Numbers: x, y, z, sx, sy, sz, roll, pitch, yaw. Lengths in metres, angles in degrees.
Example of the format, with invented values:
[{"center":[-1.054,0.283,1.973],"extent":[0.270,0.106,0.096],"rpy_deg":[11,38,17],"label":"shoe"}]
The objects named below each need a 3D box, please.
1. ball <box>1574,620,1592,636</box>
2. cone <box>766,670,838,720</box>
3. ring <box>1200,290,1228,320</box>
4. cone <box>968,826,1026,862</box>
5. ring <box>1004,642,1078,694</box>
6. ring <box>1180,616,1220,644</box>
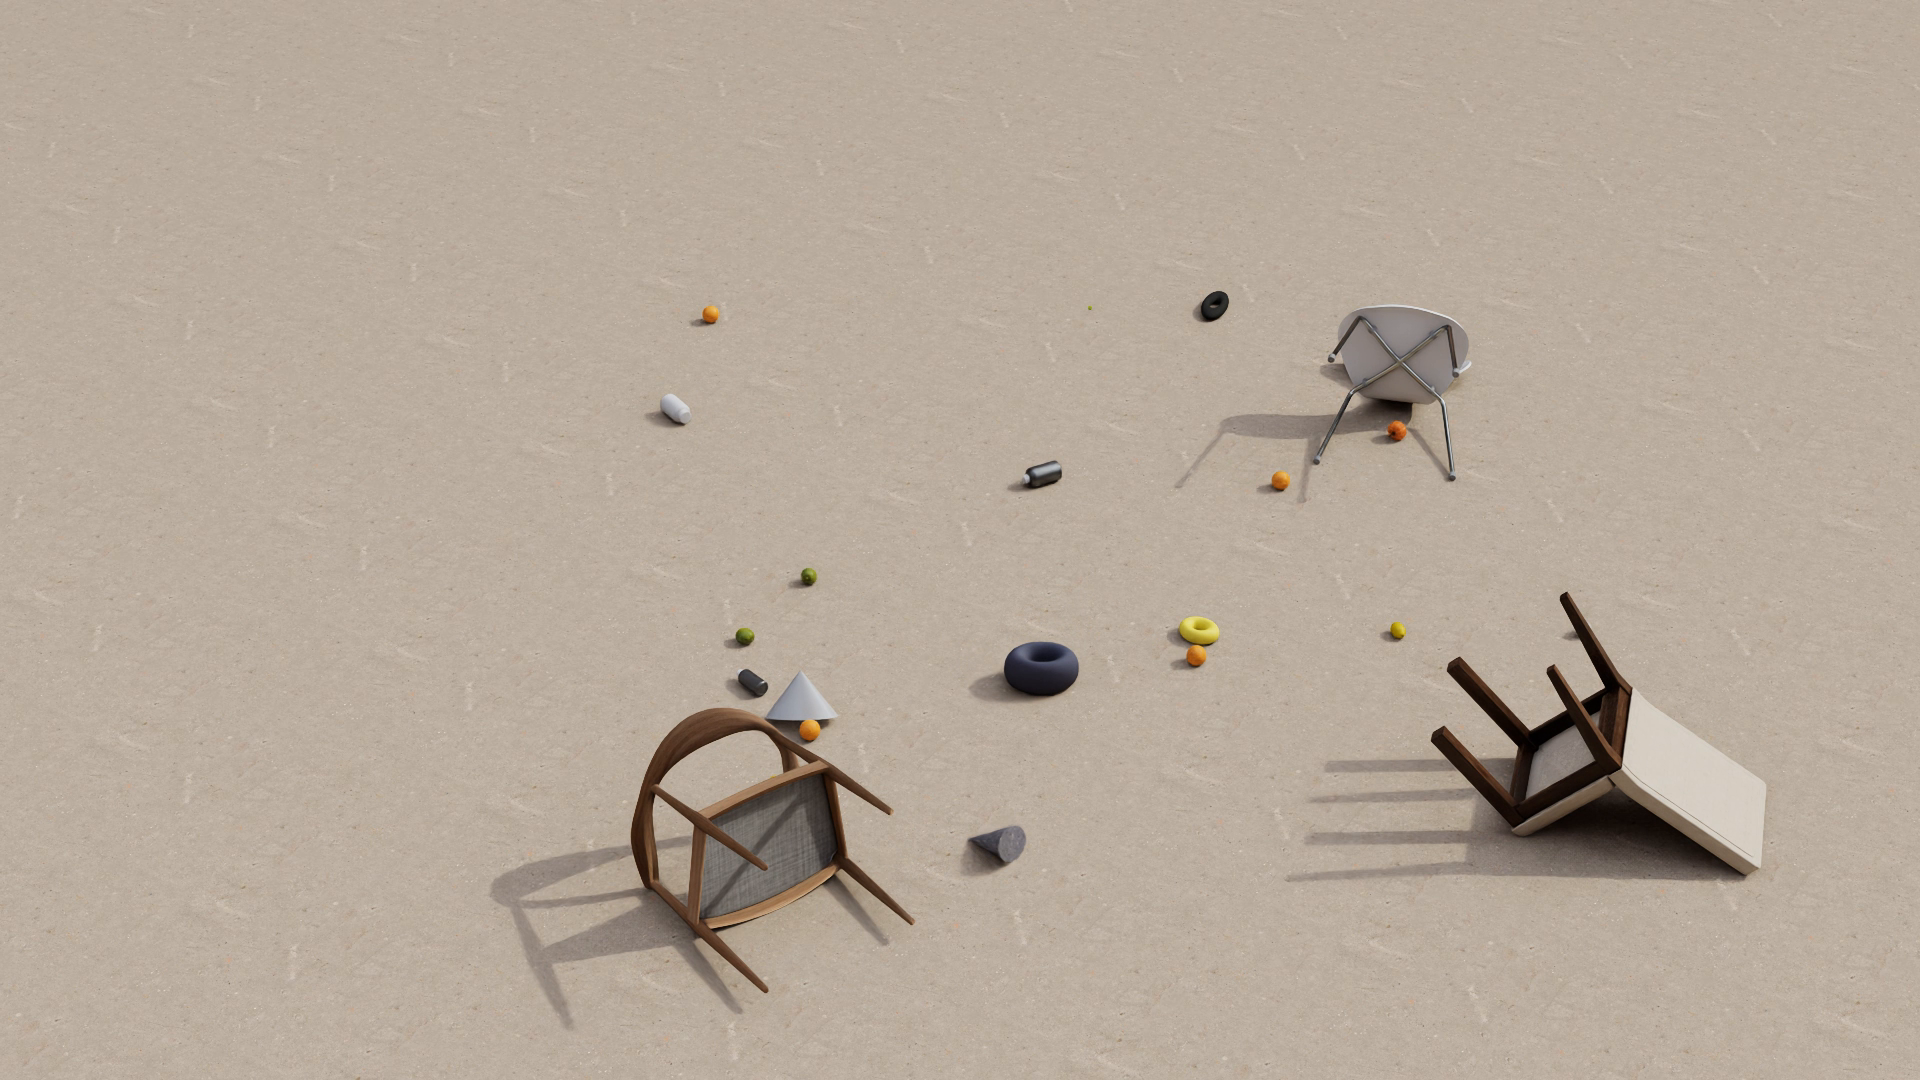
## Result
[{"center":[2.214,0.314,10.417],"extent":[0.057,0.057,0.057],"rpy_deg":[0,33,0],"label":"ball"},{"center":[-0.540,0.520,9.972],"extent":[0.251,0.162,0.129],"rpy_deg":[-1,8,2],"label":"cone"},{"center":[1.080,-0.994,12.418],"extent":[0.109,0.040,0.236],"rpy_deg":[11,34,14],"label":"ring"},{"center":[0.095,0.969,9.424],"extent":[0.179,0.114,0.149],"rpy_deg":[2,13,37],"label":"cone"},{"center":[0.282,0.444,10.157],"extent":[0.261,0.129,0.192],"rpy_deg":[-1,31,-3],"label":"ring"},{"center":[0.849,0.322,10.408],"extent":[0.150,0.054,0.117],"rpy_deg":[18,39,26],"label":"ring"}]
